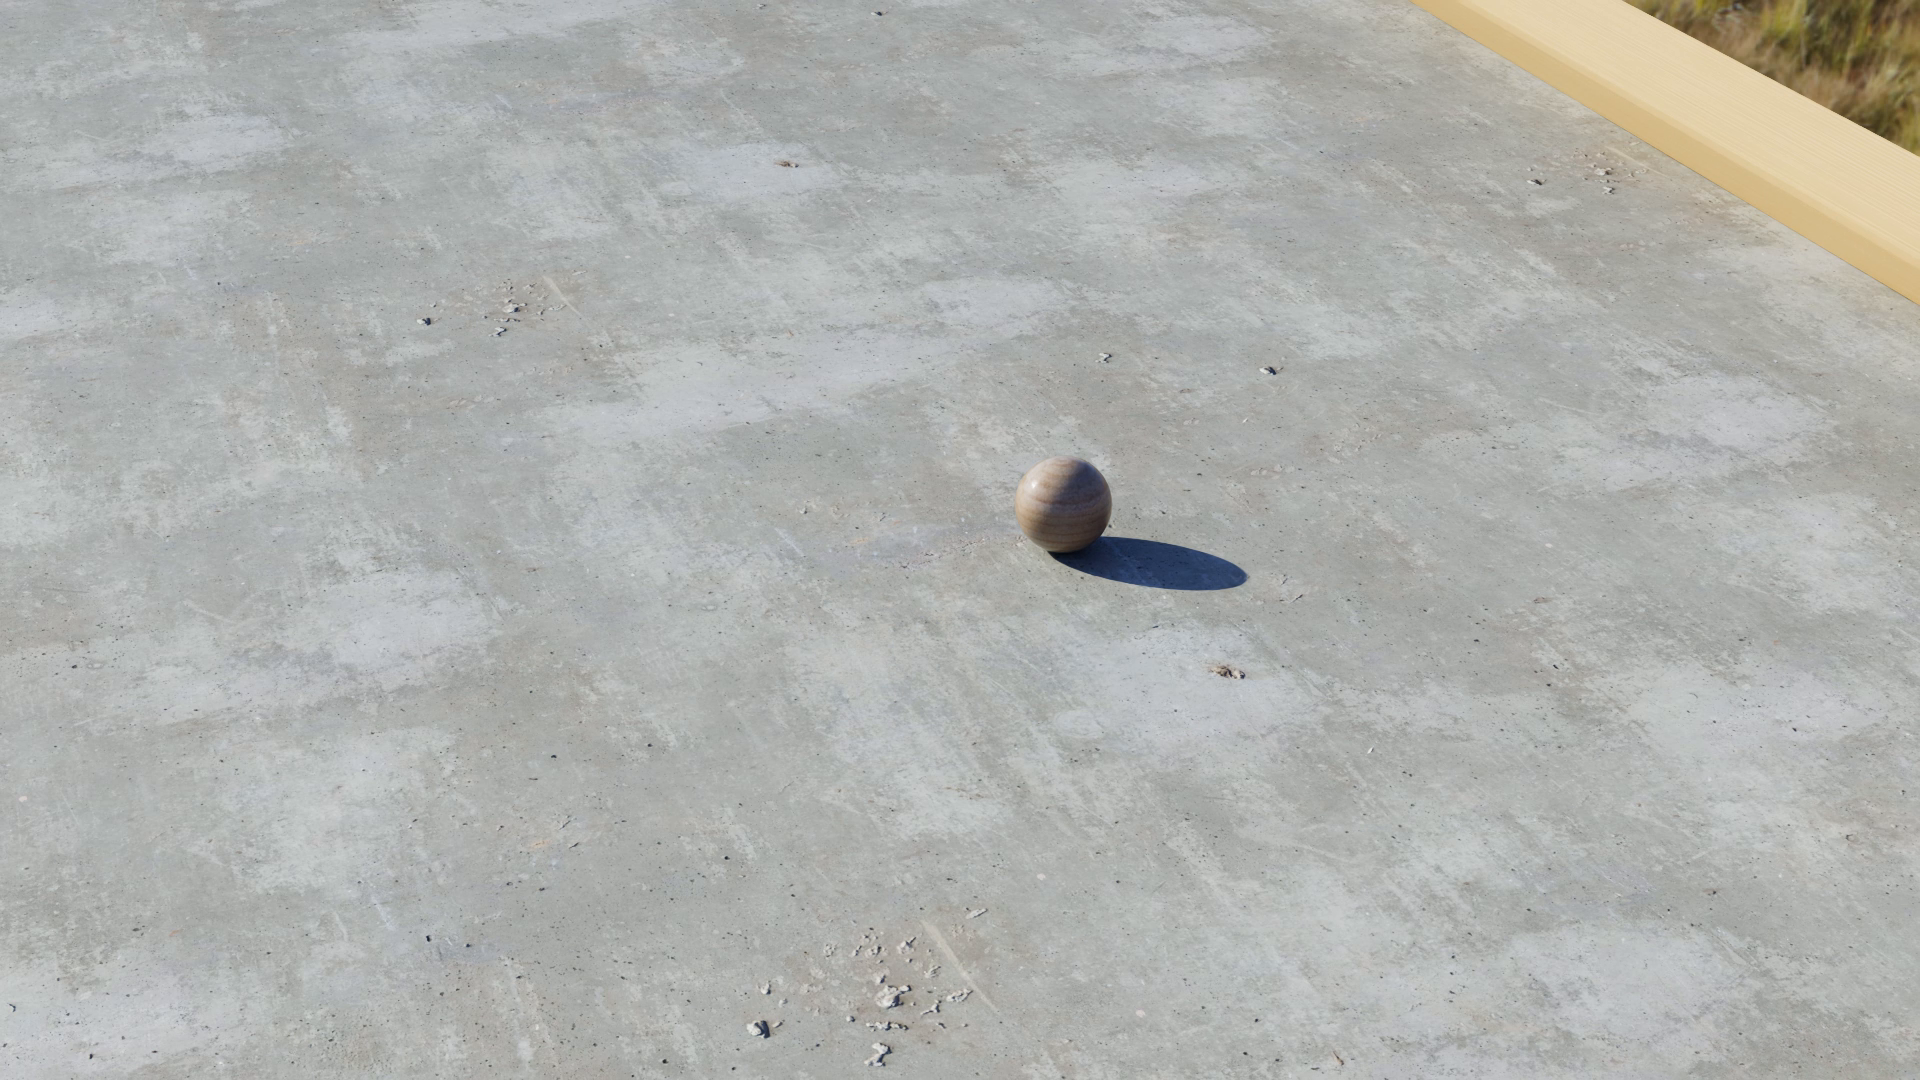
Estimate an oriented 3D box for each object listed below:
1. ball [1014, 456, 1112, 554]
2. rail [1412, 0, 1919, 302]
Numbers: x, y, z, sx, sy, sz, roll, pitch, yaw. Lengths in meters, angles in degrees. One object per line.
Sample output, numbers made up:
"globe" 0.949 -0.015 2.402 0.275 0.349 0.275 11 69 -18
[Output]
"ball" 0.070 -0.024 1.982 0.066 0.066 0.066 0 27 0
"rail" 0.555 -0.505 2.879 0.045 0.115 3.334 -9 28 -17
